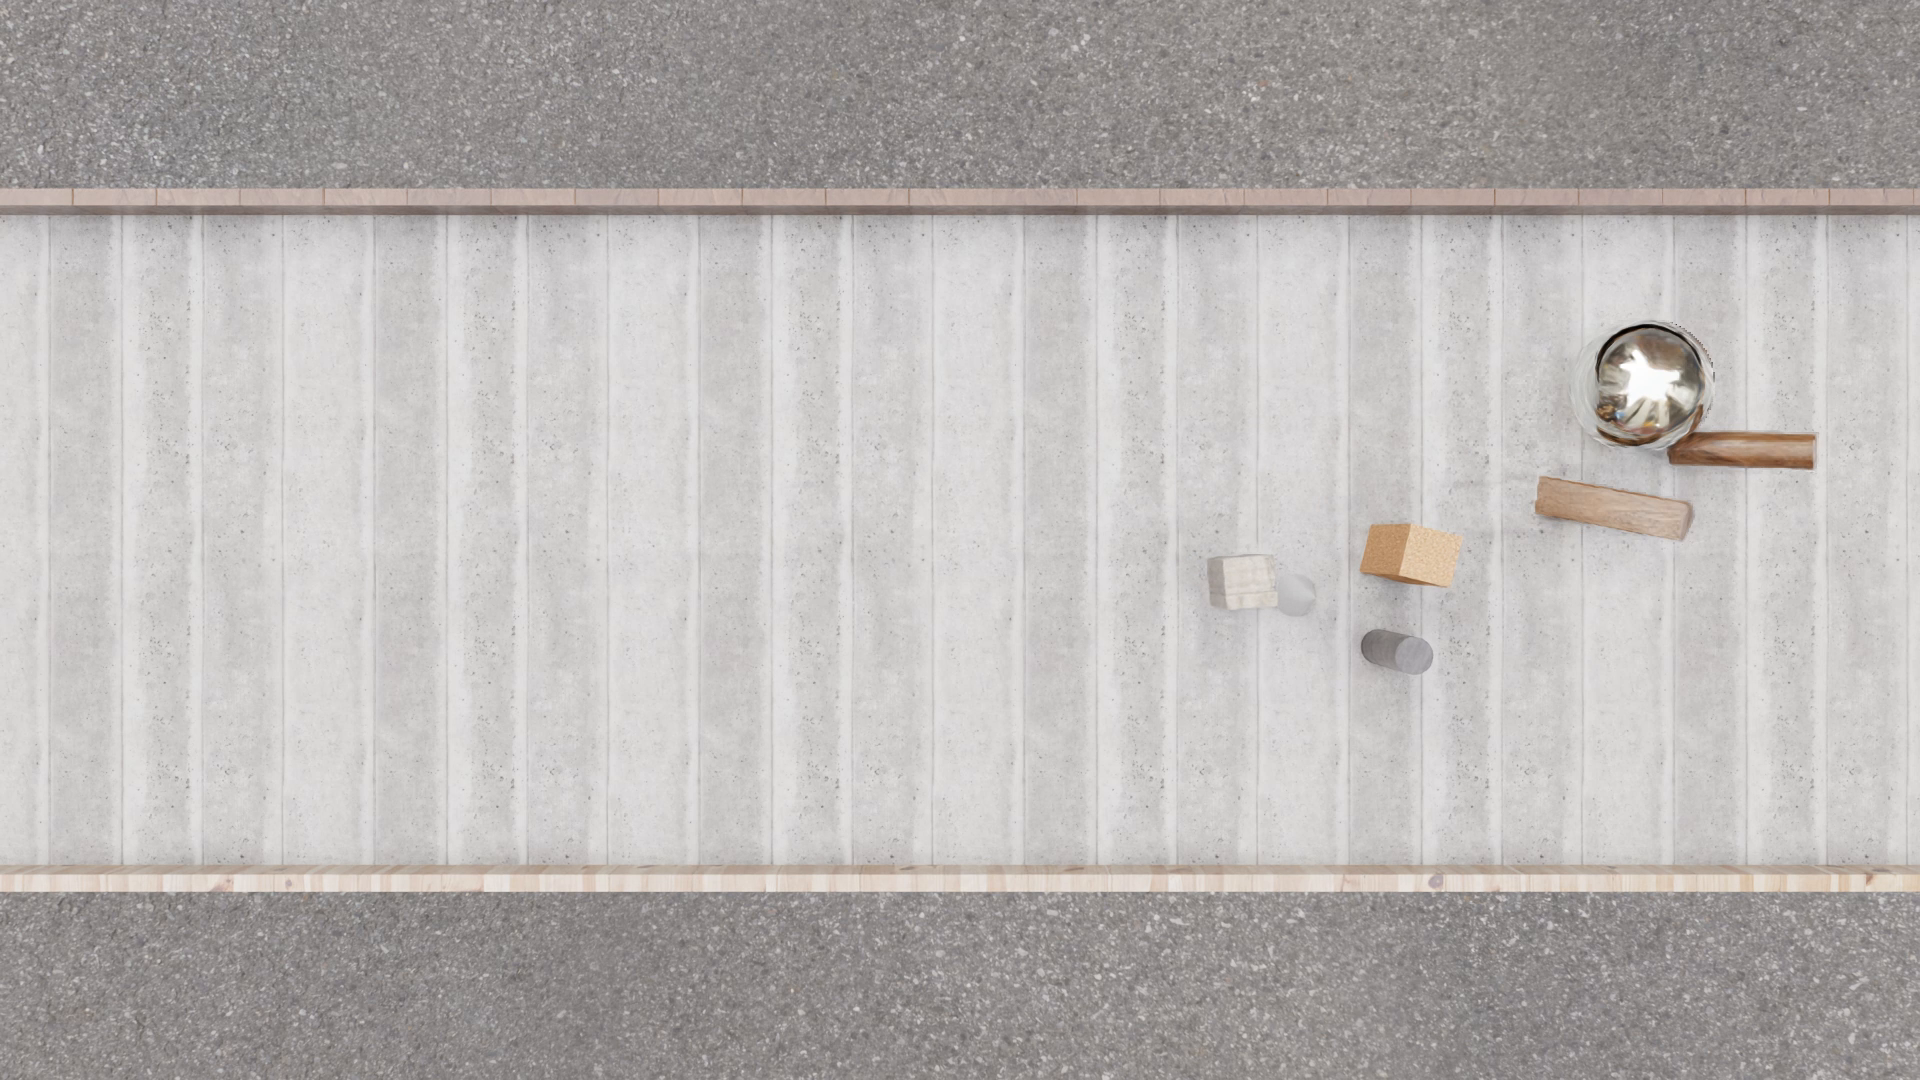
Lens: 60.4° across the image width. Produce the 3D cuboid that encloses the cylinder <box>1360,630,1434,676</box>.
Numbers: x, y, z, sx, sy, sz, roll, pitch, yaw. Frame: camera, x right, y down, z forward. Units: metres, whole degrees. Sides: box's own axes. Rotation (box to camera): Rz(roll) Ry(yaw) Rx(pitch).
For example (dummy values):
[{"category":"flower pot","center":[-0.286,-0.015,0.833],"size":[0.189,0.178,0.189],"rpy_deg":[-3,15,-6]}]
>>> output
[{"category":"cylinder","center":[1.288,0.329,4.875],"size":[0.109,0.402,0.109],"rpy_deg":[0,90,0]}]

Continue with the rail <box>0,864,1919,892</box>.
[{"category":"rail","center":[-2.247,1.025,5.001],"size":[12.000,0.150,0.050],"rpy_deg":[0,90,0]}]

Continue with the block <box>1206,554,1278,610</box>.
[{"category":"block","center":[0.837,0.123,4.915],"size":[0.147,0.323,0.147],"rpy_deg":[-5,90,0]}]

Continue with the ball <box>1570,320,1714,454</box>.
[{"category":"ball","center":[2.013,-0.453,4.880],"size":[0.393,0.393,0.393],"rpy_deg":[0,90,0]}]

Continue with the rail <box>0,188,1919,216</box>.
[{"category":"rail","center":[-2.247,-1.025,5.002],"size":[12.000,0.150,0.050],"rpy_deg":[0,90,0]}]

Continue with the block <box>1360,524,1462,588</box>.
[{"category":"block","center":[1.318,0.044,4.847],"size":[0.148,0.459,0.148],"rpy_deg":[14,90,0]}]

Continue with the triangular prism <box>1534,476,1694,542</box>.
[{"category":"triangular prism","center":[1.936,-0.114,4.894],"size":[0.428,0.101,0.117],"rpy_deg":[14,53,34]}]

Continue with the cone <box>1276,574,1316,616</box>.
[{"category":"cone","center":[1.030,0.170,4.924],"size":[0.132,0.305,0.132],"rpy_deg":[0,90,0]}]

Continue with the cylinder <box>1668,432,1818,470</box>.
[{"category":"cylinder","center":[2.334,-0.269,4.925],"size":[0.392,0.105,0.105],"rpy_deg":[4,90,34]}]
